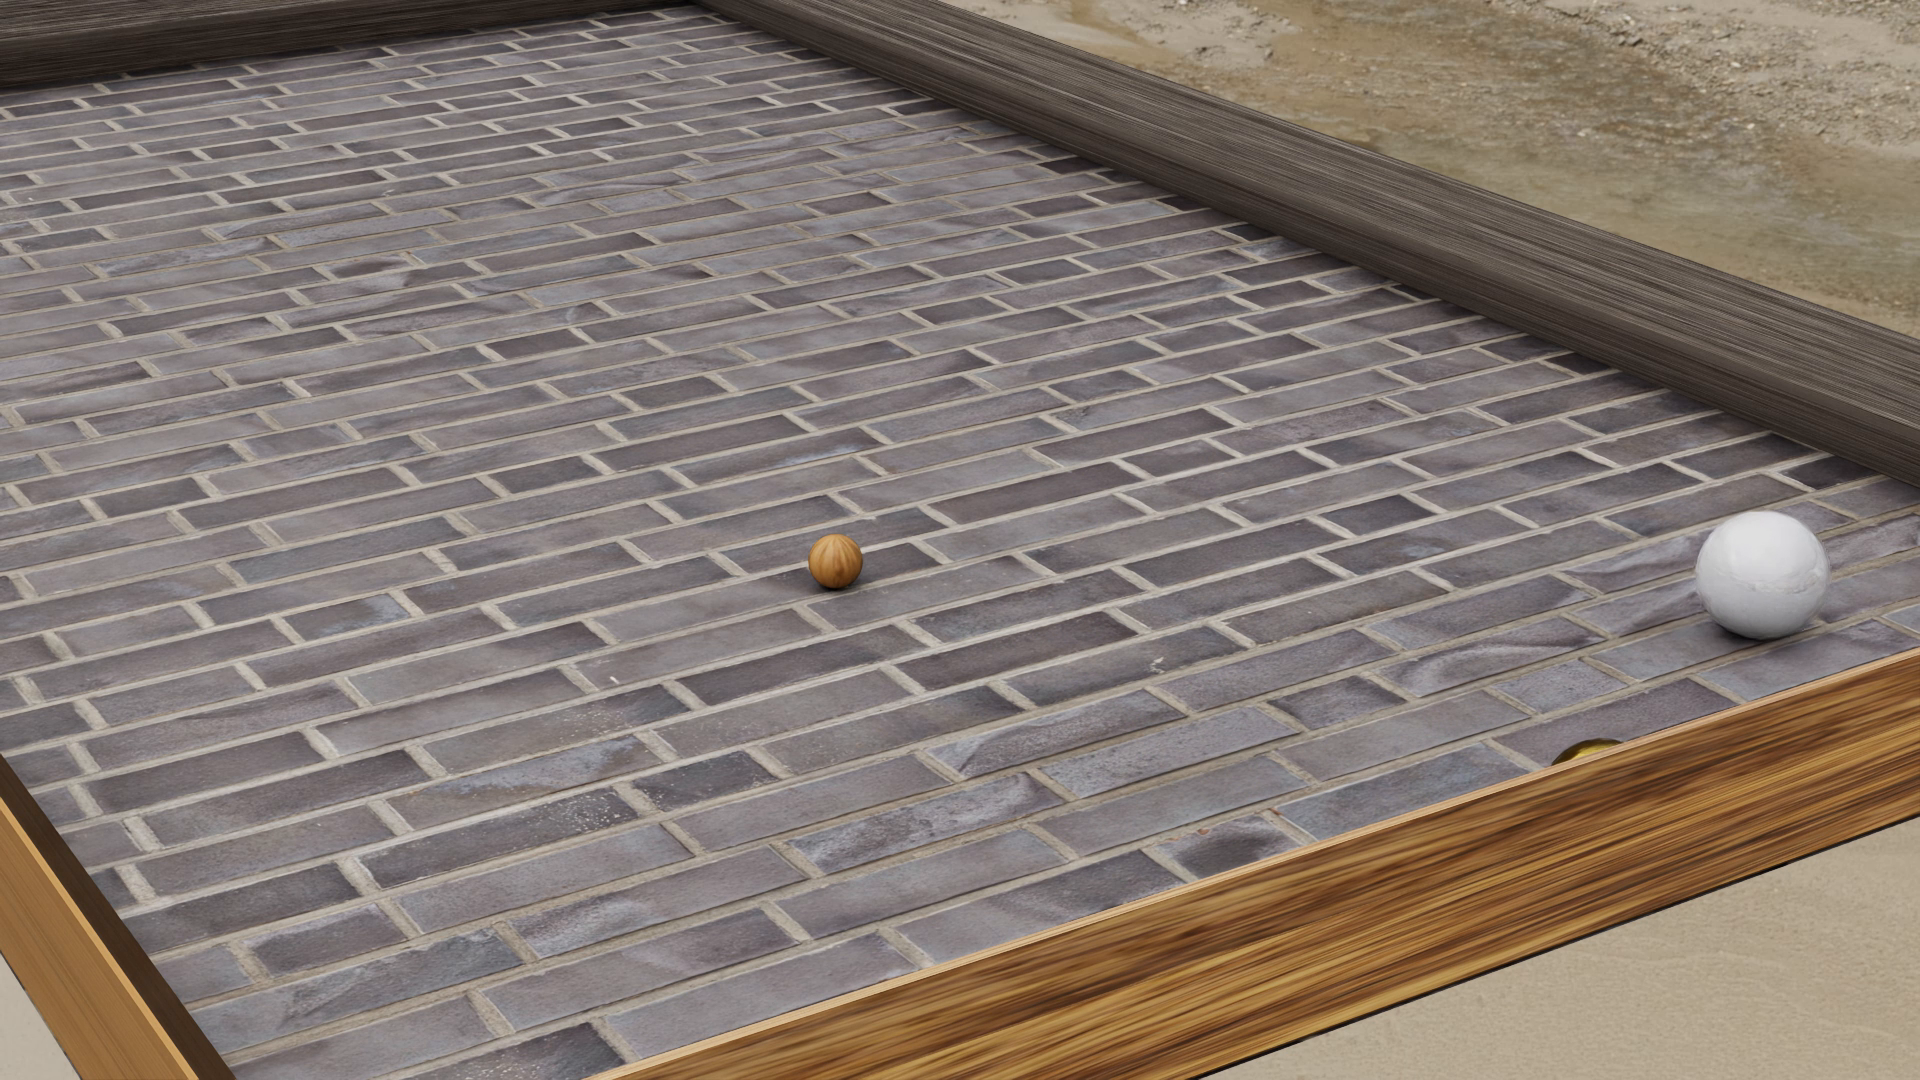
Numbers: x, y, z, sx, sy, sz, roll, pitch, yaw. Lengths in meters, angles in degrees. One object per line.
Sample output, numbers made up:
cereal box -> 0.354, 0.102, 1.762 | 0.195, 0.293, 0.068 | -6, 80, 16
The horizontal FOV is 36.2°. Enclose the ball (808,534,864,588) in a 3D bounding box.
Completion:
ball -> -0.100, 0.017, 2.361 | 0.044, 0.044, 0.044 | 0, 23, 0

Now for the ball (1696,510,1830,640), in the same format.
ball -> 0.618, 0.027, 2.265 | 0.099, 0.099, 0.099 | 0, 23, 0

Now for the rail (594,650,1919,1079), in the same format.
rail -> 0.355, 0.190, 1.832 | 1.640, 0.129, 0.045 | -14, 26, -29

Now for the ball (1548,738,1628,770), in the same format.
ball -> 0.425, 0.171, 1.944 | 0.080, 0.080, 0.080 | 0, 23, 0

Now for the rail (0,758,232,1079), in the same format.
rail -> -1.042, -0.090, 2.504 | 0.045, 0.129, 2.765 | -14, 26, -29

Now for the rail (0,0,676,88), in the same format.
rail -> -1.090, -0.694, 3.957 | 1.640, 0.129, 0.045 | -14, 26, -29

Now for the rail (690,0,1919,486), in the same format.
rail -> 0.307, -0.415, 3.285 | 0.045, 0.129, 2.765 | -14, 26, -29
